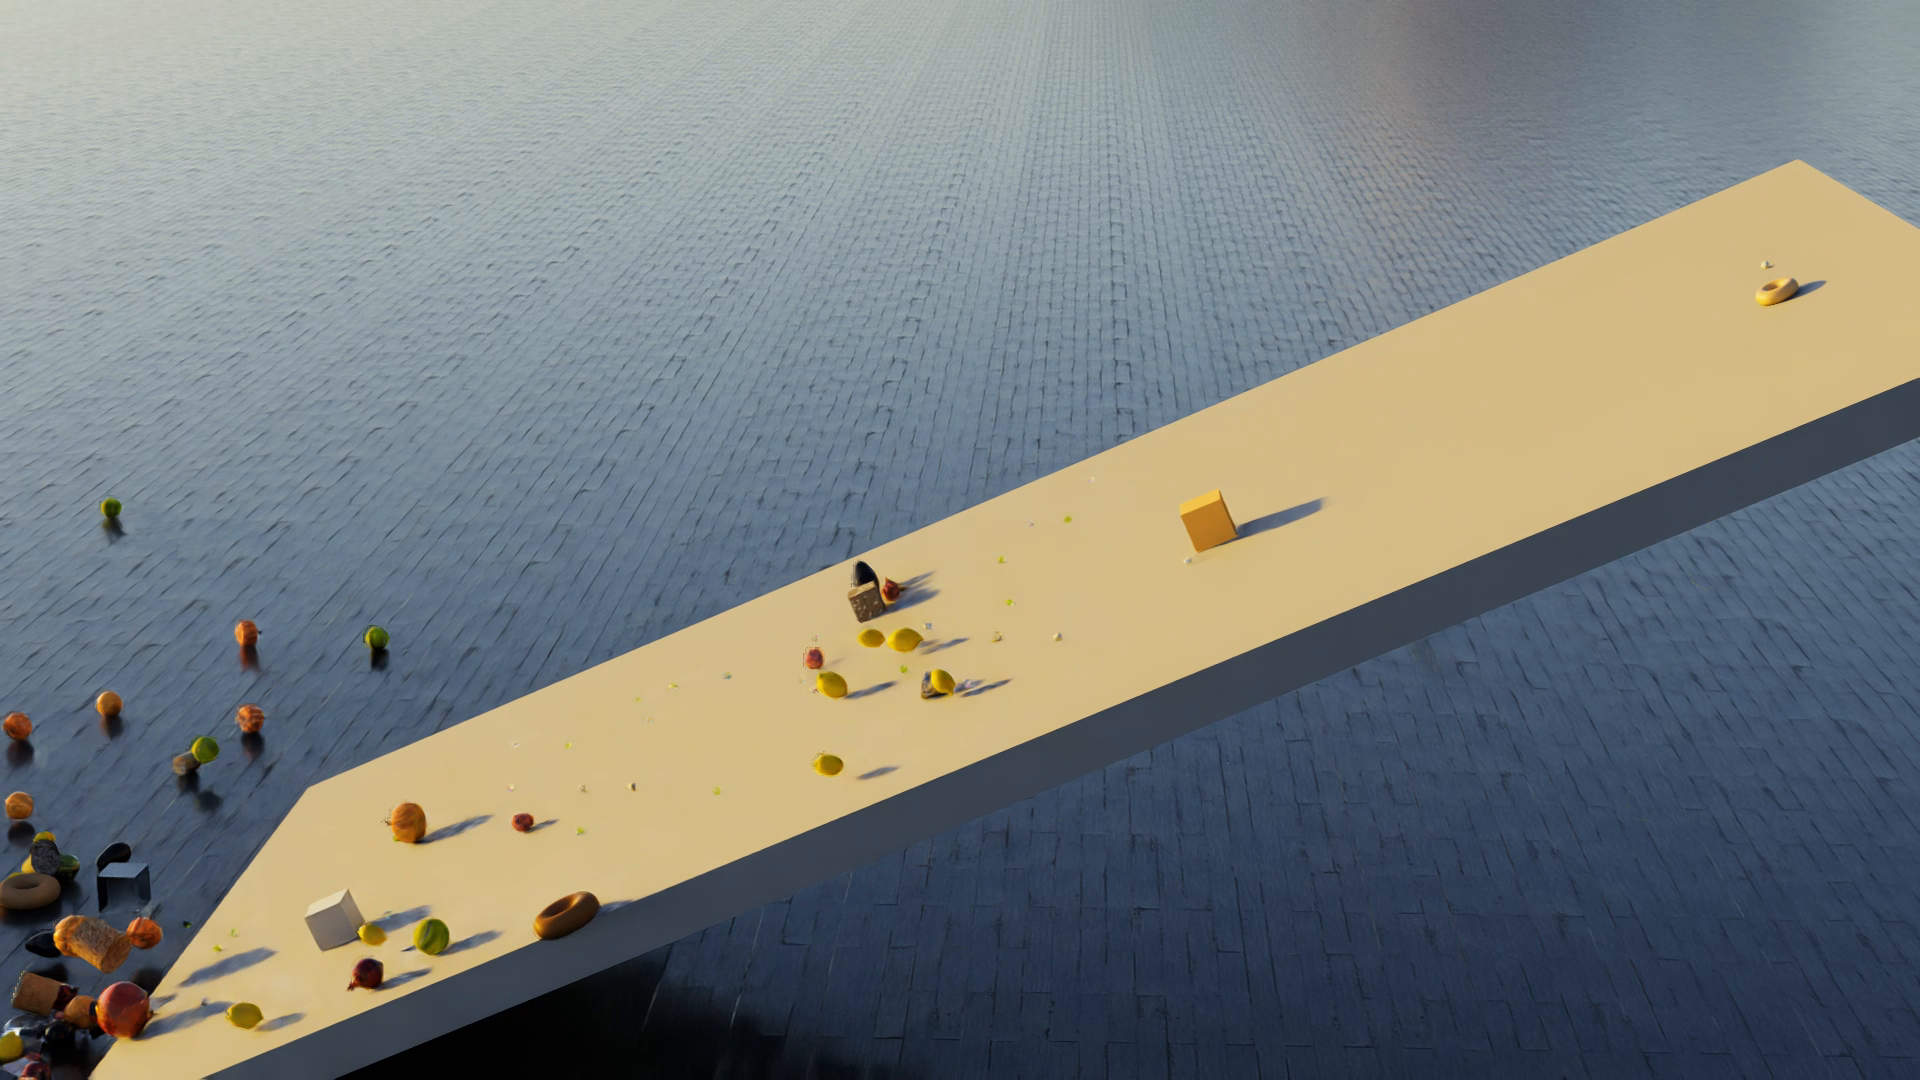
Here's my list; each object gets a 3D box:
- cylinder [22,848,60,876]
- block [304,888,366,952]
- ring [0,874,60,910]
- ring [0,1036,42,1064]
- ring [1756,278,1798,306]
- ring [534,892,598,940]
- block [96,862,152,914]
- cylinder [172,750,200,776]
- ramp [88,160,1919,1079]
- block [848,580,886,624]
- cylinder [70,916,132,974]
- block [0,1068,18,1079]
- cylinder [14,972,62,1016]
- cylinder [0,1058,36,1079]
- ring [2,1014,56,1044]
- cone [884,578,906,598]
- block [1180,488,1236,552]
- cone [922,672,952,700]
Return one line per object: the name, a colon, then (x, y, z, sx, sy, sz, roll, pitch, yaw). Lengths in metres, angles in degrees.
cylinder: (-2.225, 0.788, 7.119, 0.070, 0.070, 0.070, -13, -15, -39)
block: (-1.282, 0.780, 6.031, 0.083, 0.083, 0.083, -24, 13, 5)
ring: (-2.224, 0.839, 7.022, 0.149, 0.050, 0.149, 0, 16, 0)
ring: (-1.978, 1.074, 6.182, 0.094, 0.031, 0.094, -1, 19, 0)
ring: (1.637, -0.499, 5.894, 0.088, 0.029, 0.088, -25, 16, 8)
ring: (-0.728, 0.695, 5.439, 0.128, 0.043, 0.128, -24, 14, 6)
block: (-1.984, 0.827, 6.983, 0.093, 0.093, 0.093, 1, 15, 4)
cylinder: (-2.077, 0.599, 7.900, 0.052, 0.052, 0.052, 10, 20, 32)
ramp: (0.132, 0.170, 6.284, 4.000, 0.100, 2.000, -23, 13, 8)
block: (-0.211, 0.141, 6.664, 0.065, 0.065, 0.065, -24, 13, 3)
cylinder: (-1.840, 0.868, 6.304, 0.089, 0.089, 0.089, 27, 25, 20)
block: (-1.950, 1.120, 5.907, 0.085, 0.085, 0.085, 11, 19, 36)
cylinder: (-1.984, 0.978, 6.327, 0.079, 0.079, 0.079, 19, 12, -12)
cylinder: (-1.939, 1.098, 6.041, 0.055, 0.055, 0.055, 12, 17, 38)
ring: (-1.986, 1.045, 6.278, 0.113, 0.038, 0.113, 1, 16, 0)
cone: (-0.147, 0.110, 6.765, 0.050, 0.050, 0.050, 1, 15, -5)
block: (0.507, -0.039, 6.008, 0.087, 0.087, 0.087, -23, 13, 9)
cone: (-0.041, 0.292, 5.827, 0.057, 0.057, 0.057, 8, 17, 15)
